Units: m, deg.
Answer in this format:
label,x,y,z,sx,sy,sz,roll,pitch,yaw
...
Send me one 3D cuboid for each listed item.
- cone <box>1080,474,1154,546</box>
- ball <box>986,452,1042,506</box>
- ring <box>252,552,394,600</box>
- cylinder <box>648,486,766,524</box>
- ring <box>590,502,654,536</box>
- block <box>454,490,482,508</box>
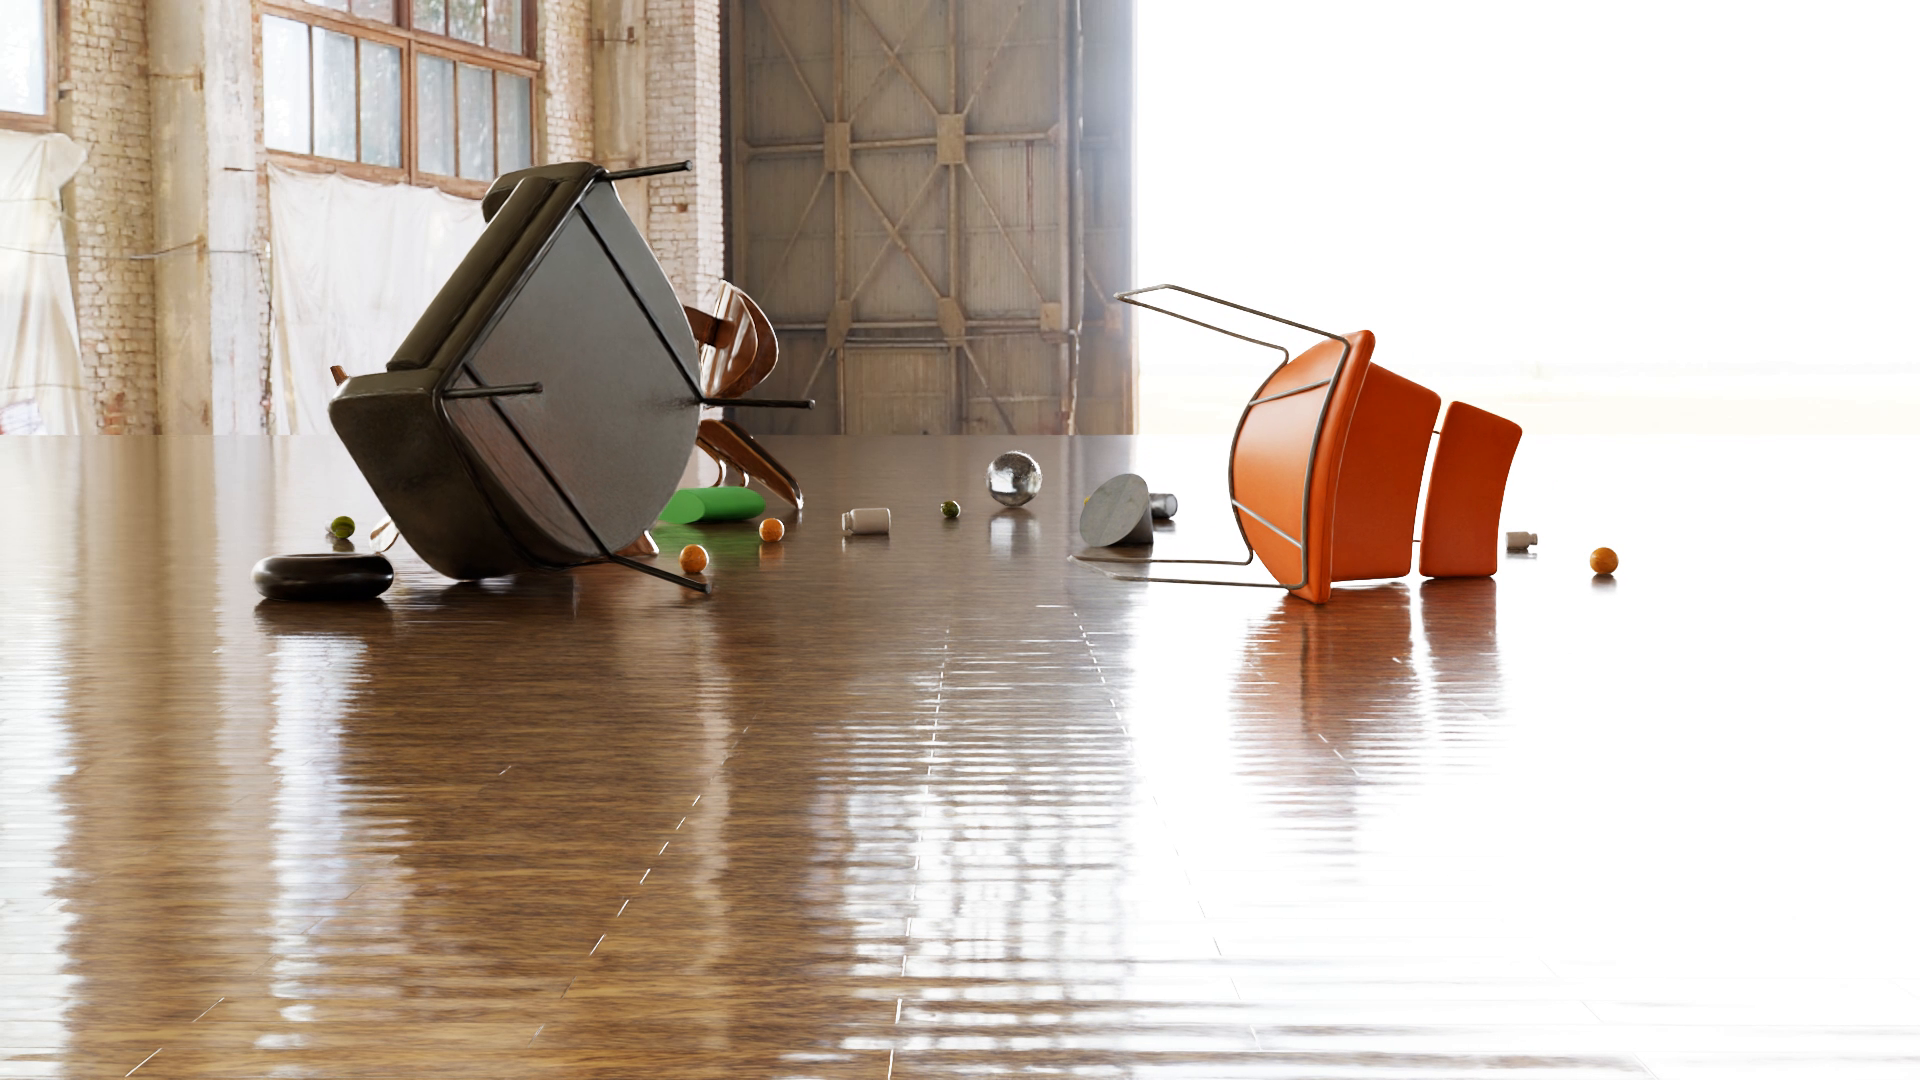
label,x,y,z,sx,sy,sz,roll,pitch,yaw
cone,0.504,-0.039,6.362,0.188,0.246,0.266,37,-11,-33
ball,0.204,-0.231,8.387,0.209,0.209,0.209,0,4,0
ring,-1.377,0.078,4.751,0.306,0.091,0.268,0,3,11
cylinder,-0.859,-0.120,7.452,0.285,0.115,0.281,5,7,40
ring,-1.054,-0.065,6.873,0.171,0.087,0.374,2,5,9
block,-1.863,-0.153,8.333,0.087,0.061,0.094,-2,4,-21
